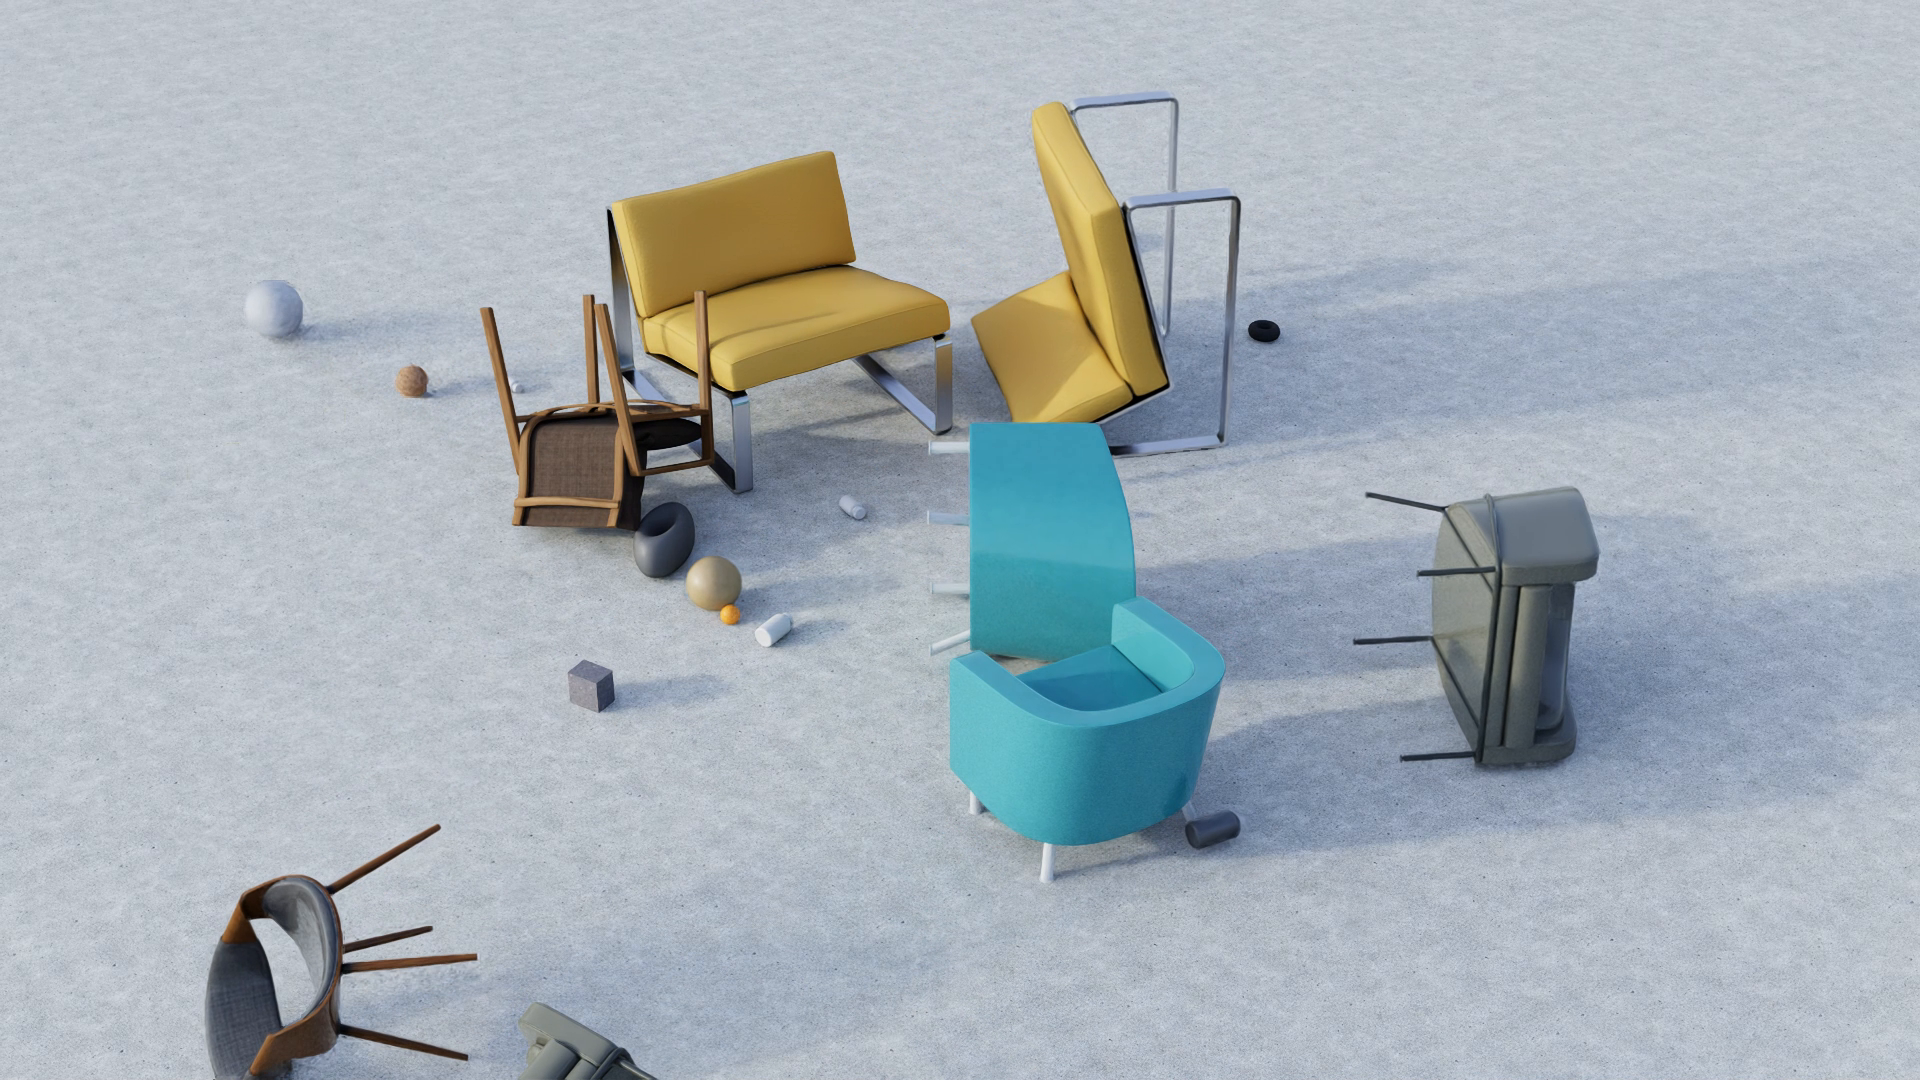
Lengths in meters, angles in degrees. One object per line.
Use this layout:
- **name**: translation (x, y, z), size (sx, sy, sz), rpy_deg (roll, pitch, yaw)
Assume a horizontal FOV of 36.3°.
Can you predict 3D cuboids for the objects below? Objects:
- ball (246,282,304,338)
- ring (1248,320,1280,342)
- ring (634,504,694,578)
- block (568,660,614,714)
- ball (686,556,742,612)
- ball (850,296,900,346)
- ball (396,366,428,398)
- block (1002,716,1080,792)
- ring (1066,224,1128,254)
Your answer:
- **ball**: translation (-2.848, -0.956, 12.181), size (0.236, 0.236, 0.236), rpy_deg (0, 33, 0)
- **ring**: translation (1.267, -0.871, 12.217), size (0.137, 0.055, 0.124), rpy_deg (19, 36, 28)
- **ring**: translation (-1.089, -0.001, 10.802), size (0.205, 0.159, 0.389), rpy_deg (0, 30, 13)
- **block**: translation (-1.266, 0.502, 10.067), size (0.124, 0.126, 0.091), rpy_deg (19, 38, 26)
- **ball**: translation (-0.883, 0.156, 10.524), size (0.202, 0.202, 0.202), rpy_deg (0, 33, 0)
- **ball**: translation (-0.352, -0.907, 12.131), size (0.209, 0.209, 0.209), rpy_deg (0, 33, 0)
- **ball**: translation (-2.205, -0.639, 11.798), size (0.128, 0.128, 0.128), rpy_deg (0, 33, 0)
- **block**: translation (0.268, 0.711, 9.766), size (0.177, 0.110, 0.205), rpy_deg (-19, 38, -26)
- **ring**: translation (0.605, -1.324, 12.889), size (0.271, 0.072, 0.217), rpy_deg (4, 33, 5)
